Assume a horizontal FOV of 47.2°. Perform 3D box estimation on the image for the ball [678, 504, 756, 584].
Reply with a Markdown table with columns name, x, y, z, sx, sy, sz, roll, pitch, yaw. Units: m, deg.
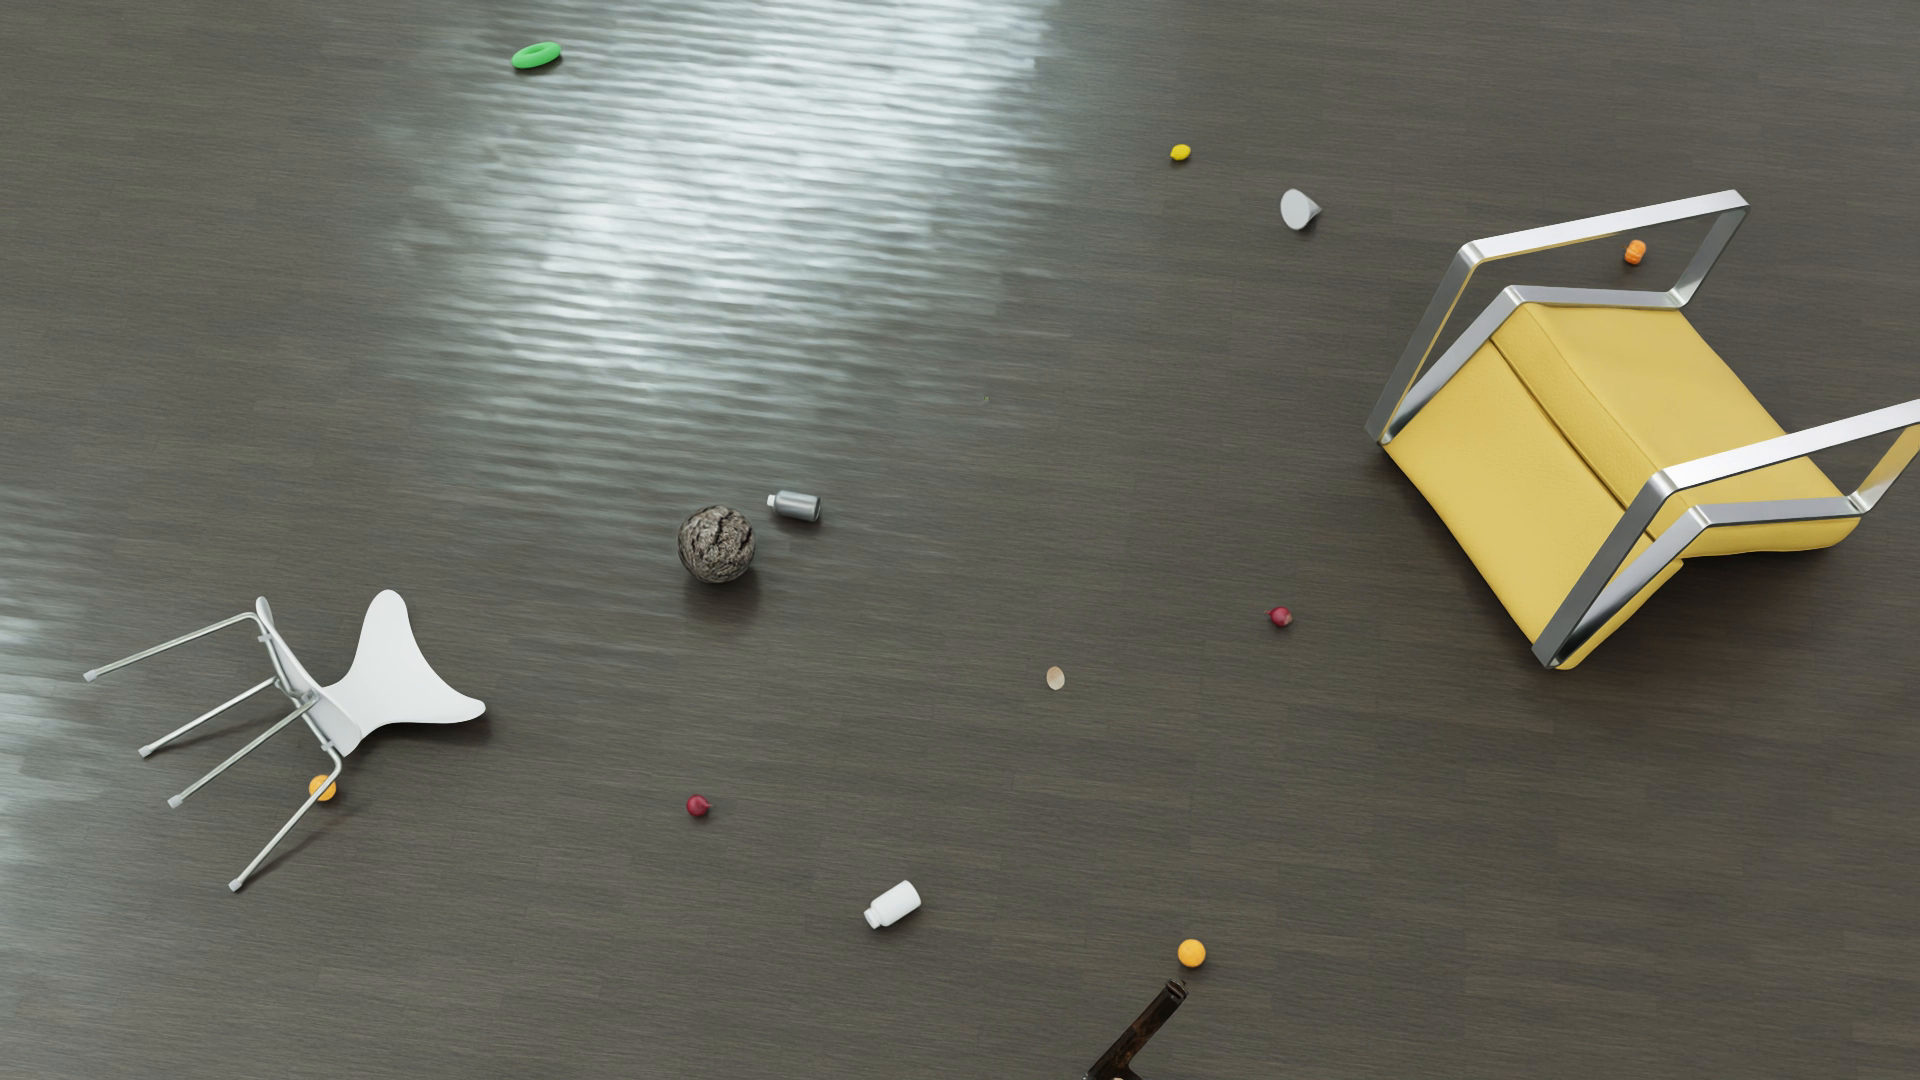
| name | x | y | z | sx | sy | sz | roll | pitch | yaw |
| --- | --- | --- | --- | --- | --- | --- | --- | --- | --- |
| ball | -0.711 | 0.012 | 6.428 | 0.230 | 0.230 | 0.230 | 0 | 56 | 0 |

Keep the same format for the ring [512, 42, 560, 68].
| name | x | y | z | sx | sy | sz | roll | pitch | yaw |
| --- | --- | --- | --- | --- | --- | --- | --- | --- | --- |
| ring | -1.479 | -1.692 | 7.676 | 0.180 | 0.057 | 0.062 | -21 | 56 | -14 |

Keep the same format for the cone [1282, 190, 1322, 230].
| name | x | y | z | sx | sy | sz | roll | pitch | yaw |
| --- | --- | --- | --- | --- | --- | --- | --- | --- | --- |
| cone | 1.153 | -1.093 | 7.275 | 0.124 | 0.119 | 0.141 | -7 | 55 | -36 |

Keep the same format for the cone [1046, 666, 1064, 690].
| name | x | y | z | sx | sy | sz | roll | pitch | yaw |
| --- | --- | --- | --- | --- | --- | --- | --- | --- | --- |
| cone | 0.263 | 0.392 | 6.294 | 0.056 | 0.071 | 0.041 | -35 | 22 | -22 |
